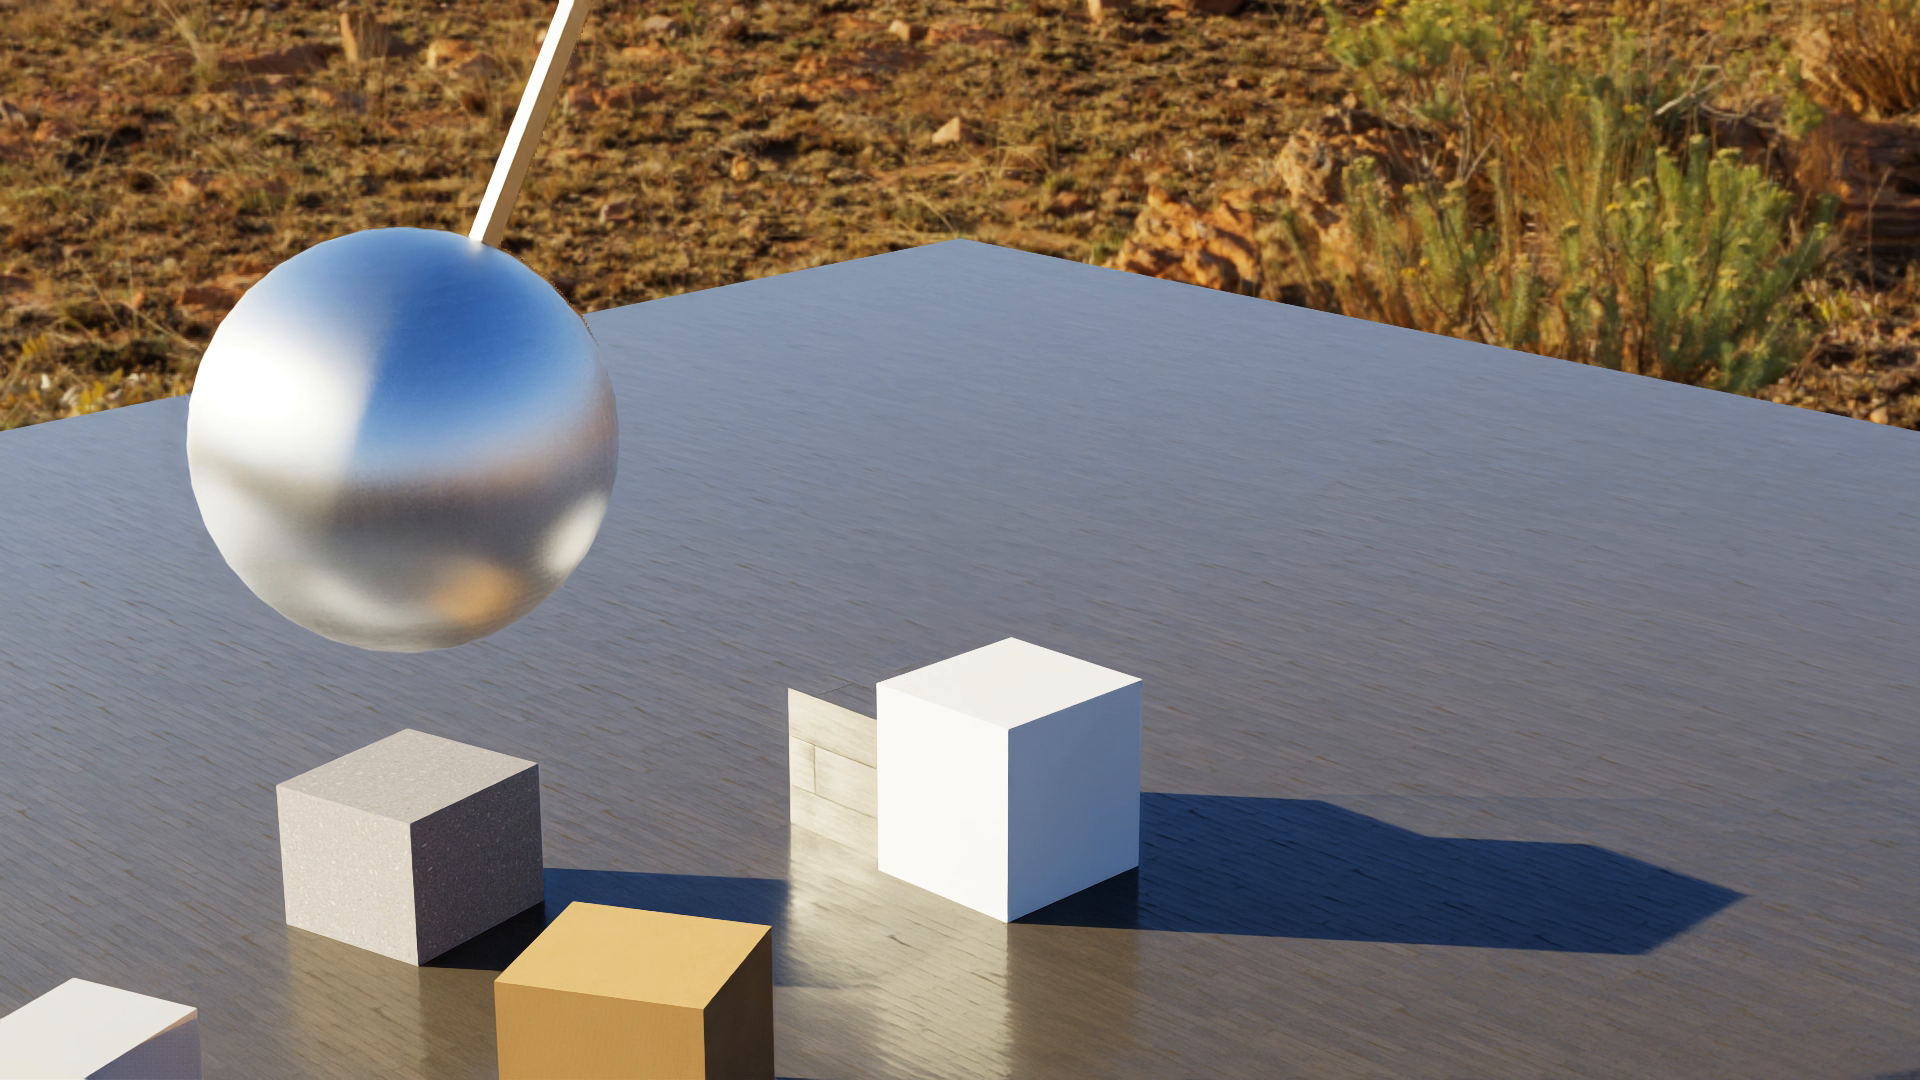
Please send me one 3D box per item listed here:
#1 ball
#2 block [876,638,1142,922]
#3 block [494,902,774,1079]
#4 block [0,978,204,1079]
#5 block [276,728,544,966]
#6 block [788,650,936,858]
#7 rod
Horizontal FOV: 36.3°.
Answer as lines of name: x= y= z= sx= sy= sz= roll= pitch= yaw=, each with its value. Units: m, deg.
ball: x=-2.085 y=-0.375 z=11.038 sx=1.600 sy=1.600 sz=1.600 roll=0 pitch=17 yaw=0
block: x=0.225 y=1.076 z=13.395 sx=0.819 sy=0.915 sz=0.879 roll=16 pitch=24 yaw=42
block: x=-1.220 y=1.893 z=11.132 sx=0.822 sy=0.712 sz=0.734 roll=5 pitch=18 yaw=15
block: x=-3.181 y=2.066 z=10.679 sx=0.581 sy=0.654 sz=0.598 roll=8 pitch=19 yaw=24
block: x=-2.422 y=1.343 z=12.974 sx=0.785 sy=0.659 sz=0.818 roll=11 pitch=21 yaw=31
block: x=-0.305 y=1.019 z=13.957 sx=0.741 sy=0.686 sz=0.687 roll=-17 pitch=24 yaw=-42
rod: x=-0.904 y=-3.555 z=11.277 sx=0.080 sy=5.200 sz=0.080 roll=17 pitch=-5 yaw=42
